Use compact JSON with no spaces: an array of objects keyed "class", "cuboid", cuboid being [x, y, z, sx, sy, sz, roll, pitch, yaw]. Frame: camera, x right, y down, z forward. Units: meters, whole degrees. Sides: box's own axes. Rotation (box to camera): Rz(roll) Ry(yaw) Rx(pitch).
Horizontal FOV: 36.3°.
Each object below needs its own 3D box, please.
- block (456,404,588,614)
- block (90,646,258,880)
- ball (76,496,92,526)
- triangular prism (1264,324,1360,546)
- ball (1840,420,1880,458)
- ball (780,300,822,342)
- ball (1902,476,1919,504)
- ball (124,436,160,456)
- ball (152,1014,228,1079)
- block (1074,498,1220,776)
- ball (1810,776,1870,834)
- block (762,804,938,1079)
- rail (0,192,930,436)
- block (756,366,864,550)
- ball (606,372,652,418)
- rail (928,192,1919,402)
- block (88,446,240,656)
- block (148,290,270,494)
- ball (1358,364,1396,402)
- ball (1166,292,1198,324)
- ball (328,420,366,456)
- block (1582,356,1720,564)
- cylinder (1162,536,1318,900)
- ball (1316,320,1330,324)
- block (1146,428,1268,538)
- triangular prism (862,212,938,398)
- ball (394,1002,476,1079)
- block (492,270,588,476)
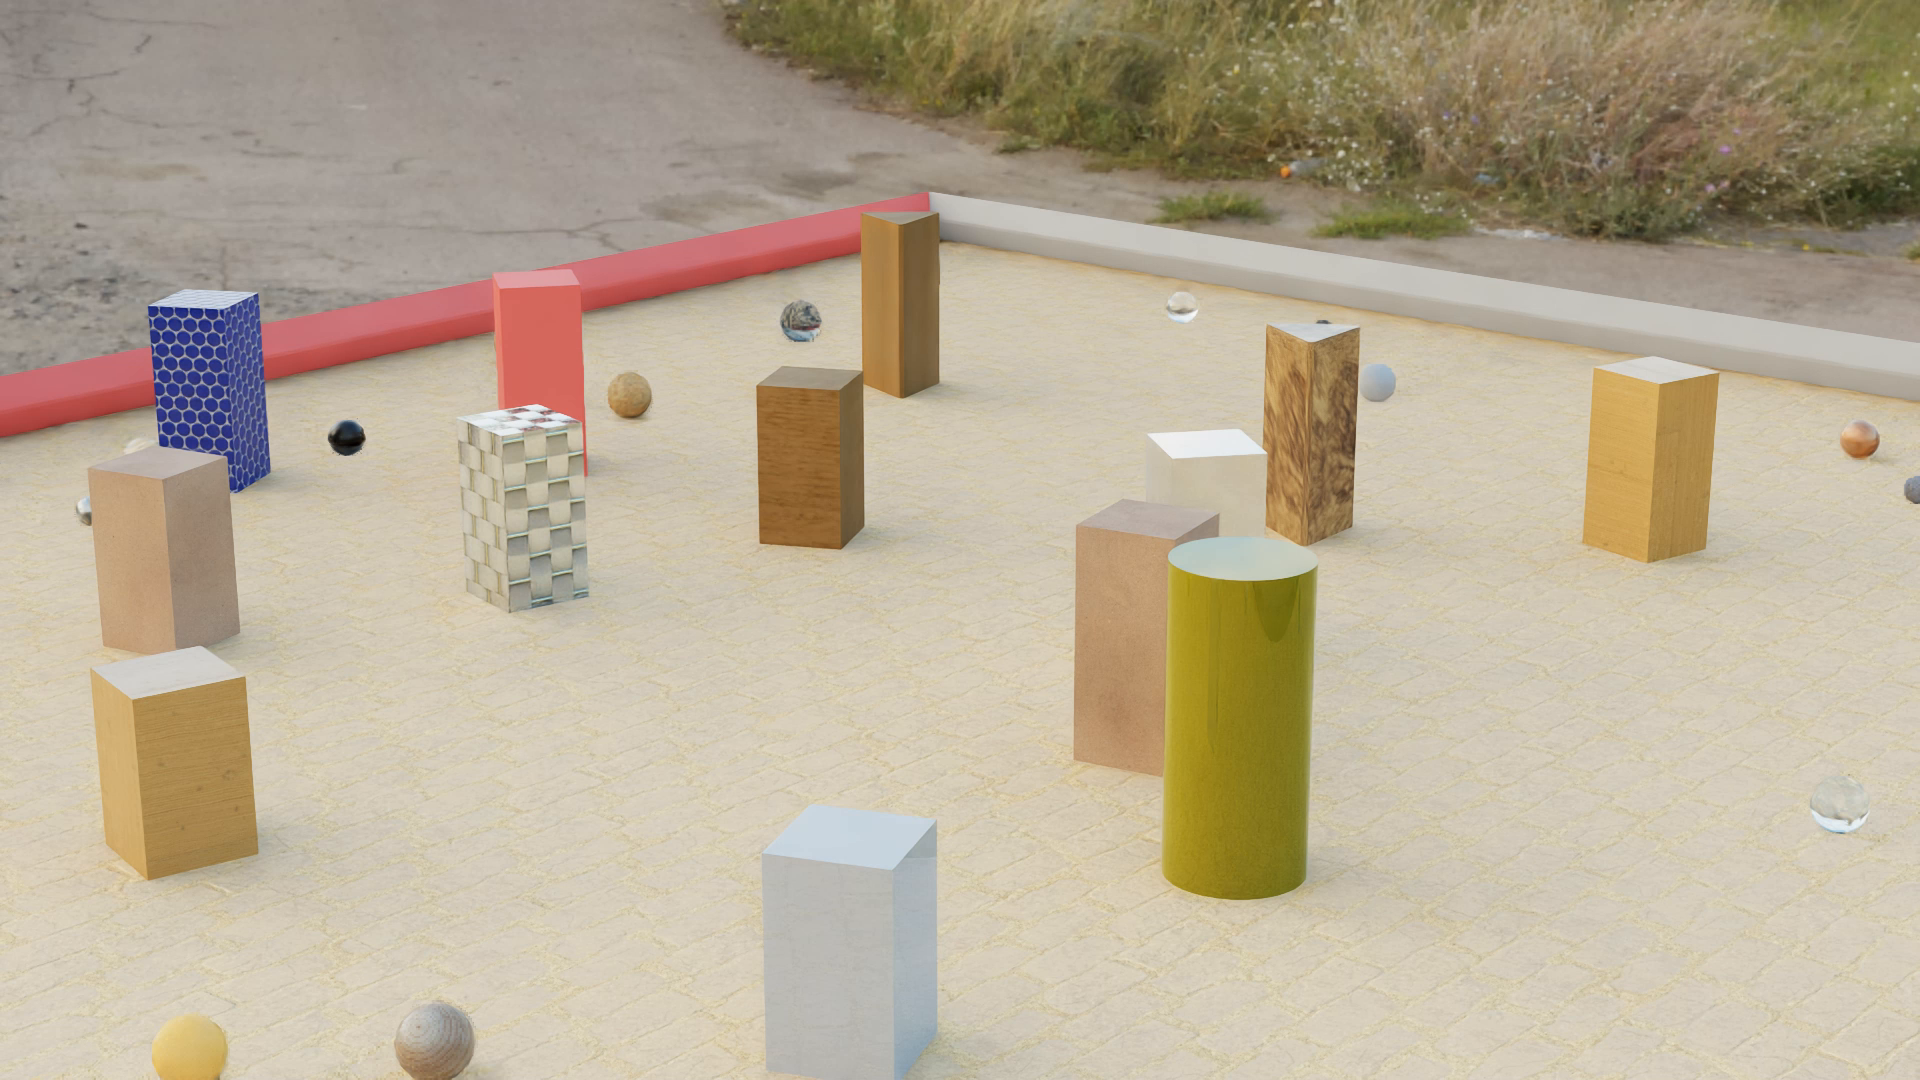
[{"class":"block","cuboid":[-0.759,-0.056,5.093,0.157,0.315,0.157,-12,21,-35]},{"class":"block","cuboid":[-1.072,0.302,4.002,0.157,0.258,0.157,-12,20,-34]},{"class":"ball","cuboid":[-1.640,-0.055,5.535,0.058,0.058,0.058,0,17,0]},{"class":"triangular prism","cuboid":[0.630,-0.206,5.464,0.148,0.386,0.170,13,21,36]},{"class":"ball","cuboid":[1.840,-0.205,5.995,0.079,0.079,0.079,0,17,0]},{"class":"ball","cuboid":[-0.381,-0.523,7.015,0.098,0.098,0.098,0,17,0]},{"class":"ball","cuboid":[1.855,-0.097,5.683,0.052,0.052,0.052,0,17,0]},{"class":"ball","cuboid":[-1.630,-0.165,5.858,0.081,0.081,0.081,0,17,0]},{"class":"ball","cuboid":[-0.883,0.586,3.360,0.085,0.085,0.085,0,17,0]},{"class":"block","cuboid":[0.275,0.144,4.342,0.157,0.365,0.157,9,19,27]},{"class":"ball","cuboid":[1.227,0.369,4.089,0.081,0.081,0.081,0,17,0]},{"class":"block","cuboid":[-0.126,0.471,3.415,0.157,0.273,0.157,5,18,17]},{"class":"rail","cuboid":[-1.665,-0.385,6.504,0.045,0.128,4.865,14,22,39]},{"class":"block","cuboid":[-0.276,-0.154,5.440,0.157,0.301,0.157,4,17,14]},{"class":"ball","cuboid":[-0.712,-0.313,6.320,0.098,0.098,0.098,0,17,0]},{"class":"rail","cuboid":[1.579,-0.493,6.861,4.458,0.128,0.045,14,22,39]},{"class":"block","cuboid":[-1.316,0.019,4.855,0.157,0.307,0.157,8,19,25]},{"class":"block","cuboid":[-1.480,-0.295,5.793,0.157,0.368,0.157,3,17,11]},{"class":"ball","cuboid":[0.917,-0.346,6.449,0.086,0.086,0.086,0,17,0]},{"class":"ball","cuboid":[0.547,-0.572,7.216,0.077,0.077,0.077,0,17,0]},{"class":"ball","cuboid":[-1.259,-0.211,6.021,0.075,0.075,0.075,0,17,0]},{"class":"block","cuboid":[1.263,-0.149,5.366,0.157,0.334,0.157,-11,20,-33]},{"class":"cylinder","cuboid":[0.371,0.235,3.904,0.197,0.442,0.197,0,17,0]},{"class":"ball","cuboid":[0.867,-0.499,7.015,0.054,0.054,0.054,0,17,0]},{"class":"block","cuboid":[0.399,0.013,4.796,0.157,0.353,0.157,-3,17,-11]},{"class":"triangular prism","cuboid":[-0.111,-0.532,6.540,0.148,0.390,0.170,-10,20,-30]},{"class":"ball","cuboid":[-0.604,0.578,3.373,0.092,0.092,0.092,0,17,0]},{"class":"block","cuboid":[-0.841,-0.331,5.873,0.157,0.391,0.157,-4,17,-13]}]
